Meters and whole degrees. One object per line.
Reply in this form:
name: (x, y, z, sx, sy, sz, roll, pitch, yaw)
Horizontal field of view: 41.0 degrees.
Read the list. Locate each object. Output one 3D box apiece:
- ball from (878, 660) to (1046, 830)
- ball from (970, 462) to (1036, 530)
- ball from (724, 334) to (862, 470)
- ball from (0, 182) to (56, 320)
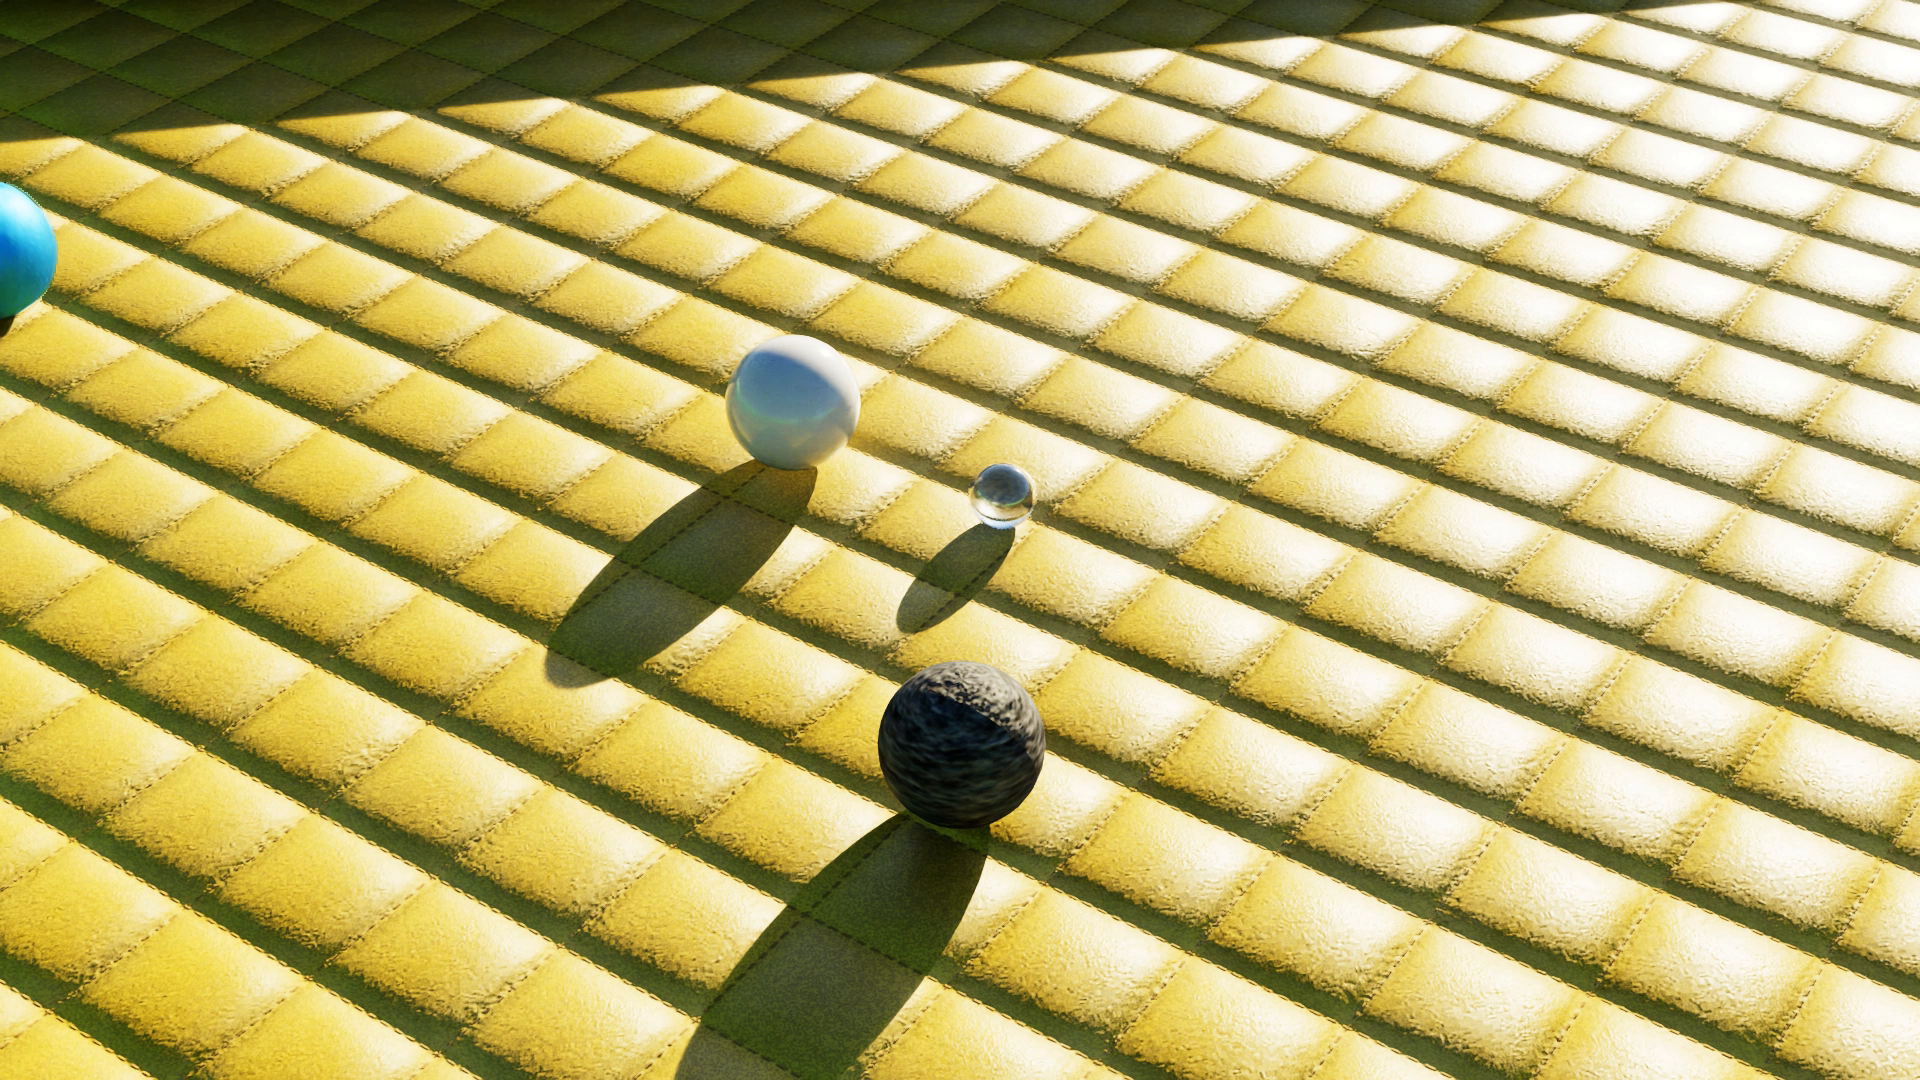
ball: (0.001, 0.108, 1.355, 0.089, 0.089, 0.089, 0, 36, 0)
ball: (0.026, -0.027, 1.578, 0.041, 0.041, 0.041, 0, 36, 0)
ball: (-0.106, -0.087, 1.622, 0.086, 0.086, 0.086, 0, 36, 0)
ball: (-0.674, -0.199, 1.763, 0.099, 0.099, 0.099, 0, 36, 0)
